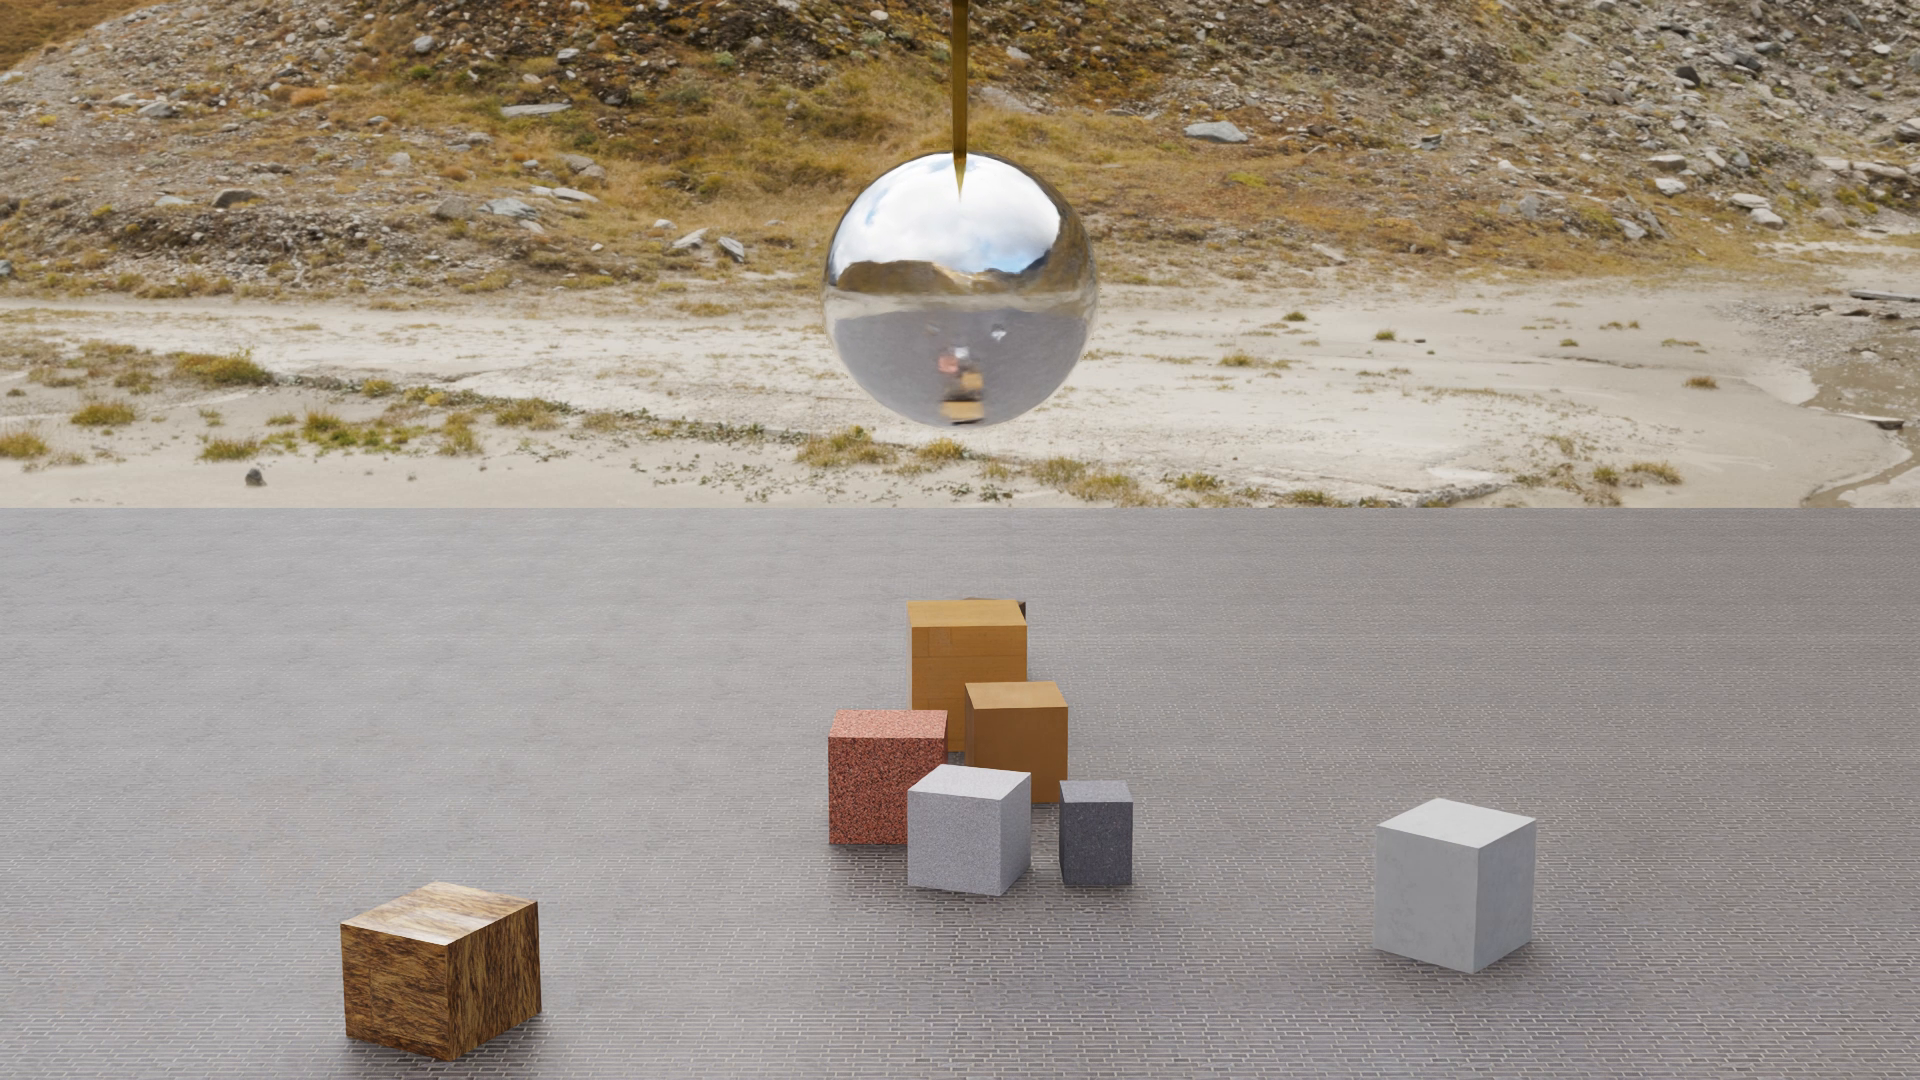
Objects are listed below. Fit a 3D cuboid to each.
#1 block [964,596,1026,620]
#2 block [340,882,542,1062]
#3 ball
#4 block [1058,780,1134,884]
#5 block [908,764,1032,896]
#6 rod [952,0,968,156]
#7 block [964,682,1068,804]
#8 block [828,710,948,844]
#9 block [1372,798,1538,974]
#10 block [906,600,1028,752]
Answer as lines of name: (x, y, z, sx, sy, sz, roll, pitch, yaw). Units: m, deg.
block: (0.170, 0.651, 14.772, 0.418, 0.435, 0.413, 4, 11, 23)
block: (-2.072, 1.715, 8.810, 0.527, 0.473, 0.564, 5, 12, 27)
ball: (0.000, -1.431, 12.617, 1.600, 1.600, 1.600, 0, 10, 0)
block: (0.655, 1.413, 10.651, 0.324, 0.409, 0.360, 0, 10, -1)
block: (0.049, 1.391, 10.600, 0.466, 0.471, 0.471, 4, 11, 19)
rod: (0.000, -4.475, 11.102, 0.080, 5.200, 0.080, 0, 26, 0)
block: (0.302, 1.102, 12.023, 0.502, 0.529, 0.566, -1, 10, -5)
block: (-0.363, 1.214, 11.336, 0.580, 0.555, 0.547, 0, 10, 2)
block: (2.178, 1.512, 9.684, 0.490, 0.561, 0.541, 9, 13, 40)
block: (0.031, 0.798, 13.093, 0.667, 0.745, 0.729, -1, 10, -4)
